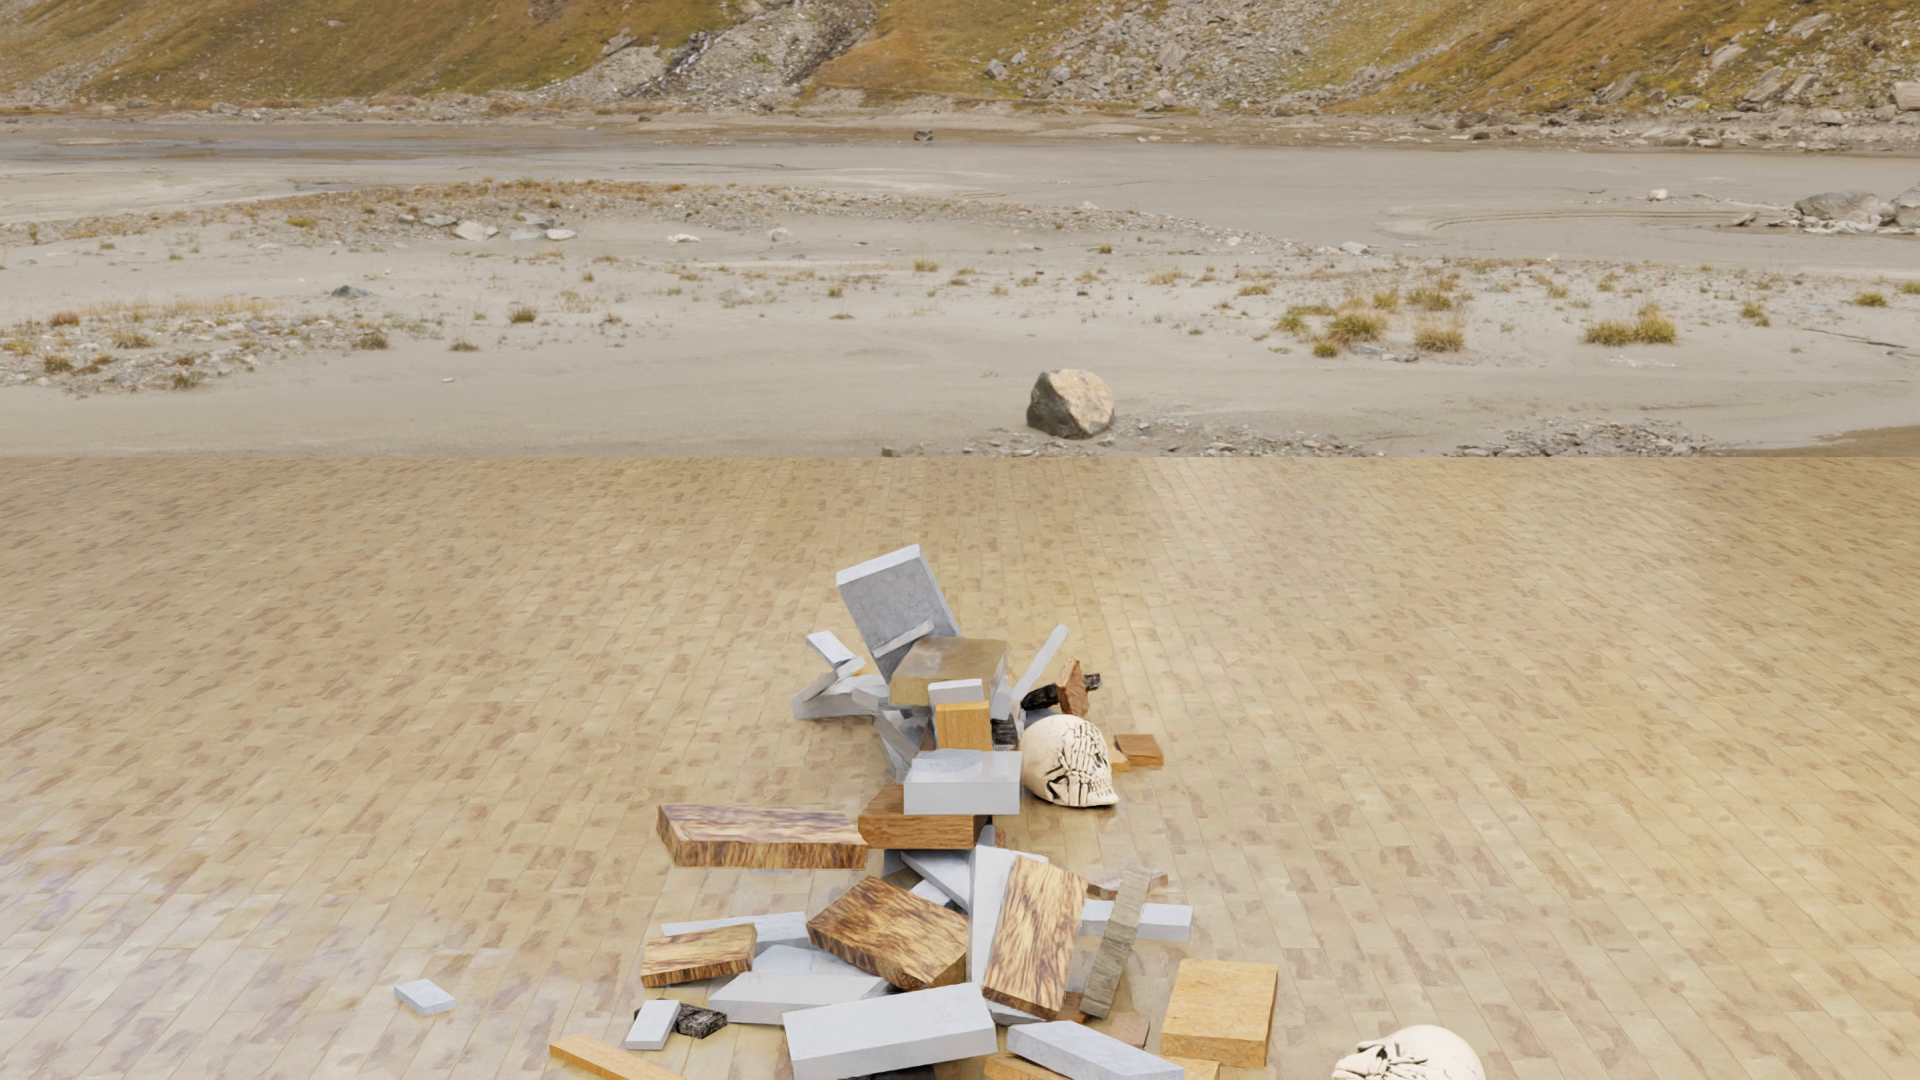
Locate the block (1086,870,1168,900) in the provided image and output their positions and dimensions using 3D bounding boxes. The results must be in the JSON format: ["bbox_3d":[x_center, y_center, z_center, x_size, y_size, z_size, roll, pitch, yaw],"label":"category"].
[{"bbox_3d":[0.281,0.576,3.693,0.131,0.018,0.065,-10,14,-42],"label":"block"}]

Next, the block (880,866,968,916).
[{"bbox_3d":[-0.042,0.552,3.382,0.083,0.023,0.166,-17,28,-31],"label":"block"}]

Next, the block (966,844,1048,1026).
[{"bbox_3d":[0.069,0.570,3.172,0.112,0.032,0.263,11,51,-11],"label":"block"}]

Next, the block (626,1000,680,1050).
[{"bbox_3d":[-0.430,0.680,3.084,0.050,0.014,0.101,-3,21,10],"label":"block"}]

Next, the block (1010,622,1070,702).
[{"bbox_3d":[0.166,0.272,4.711,0.028,0.196,0.098,35,-14,4],"label":"block"}]

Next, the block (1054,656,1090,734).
[{"bbox_3d":[0.235,0.325,4.600,0.023,0.159,0.080,9,50,23],"label":"block"}]

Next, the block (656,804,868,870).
[{"bbox_3d":[-0.295,0.440,3.263,0.283,0.040,0.142,4,13,-21],"label":"block"}]

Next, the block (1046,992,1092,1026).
[{"bbox_3d":[0.161,0.677,3.161,0.052,0.015,0.103,3,11,17],"label":"block"}]

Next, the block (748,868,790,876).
[{"bbox_3d":[-0.329,0.551,3.826,0.071,0.020,0.142,0,11,-3],"label":"block"}]

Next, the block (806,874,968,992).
[{"bbox_3d":[-0.087,0.588,3.259,0.135,0.038,0.276,-34,32,-33],"label":"block"}]

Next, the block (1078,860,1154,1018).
[{"bbox_3d":[0.233,0.586,3.255,0.040,0.142,0.299,18,11,7],"label":"block"}]

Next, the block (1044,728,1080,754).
[{"bbox_3d":[0.213,0.416,4.559,0.059,0.017,0.119,-1,11,-8],"label":"block"}]

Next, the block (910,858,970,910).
[{"bbox_3d":[-0.018,0.530,3.377,0.065,0.018,0.131,15,26,29],"label":"block"}]

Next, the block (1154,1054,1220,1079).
[{"bbox_3d":[0.257,0.715,2.933,0.166,0.024,0.083,3,11,15],"label":"block"}]

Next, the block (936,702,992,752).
[{"bbox_3d":[0.011,0.367,3.785,0.091,0.182,0.026,-3,23,4],"label":"block"}]

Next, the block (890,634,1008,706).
[{"bbox_3d":[-0.014,0.242,4.093,0.174,0.049,0.504,4,6,5],"label":"block"}]

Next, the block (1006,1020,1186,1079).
[{"bbox_3d":[0.177,0.682,2.893,0.112,0.032,0.223,5,3,-40],"label":"block"}]

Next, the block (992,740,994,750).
[{"bbox_3d":[0.012,0.413,3.979,0.091,0.026,0.250,2,13,3],"label":"block"}]

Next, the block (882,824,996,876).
[{"bbox_3d":[-0.034,0.562,3.450,0.177,0.050,0.355,-1,24,1],"label":"block"}]

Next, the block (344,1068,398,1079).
[{"bbox_3d":[-0.821,0.739,2.761,0.271,0.038,0.135,-9,14,-39],"label":"block"}]

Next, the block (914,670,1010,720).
[{"bbox_3d":[0.001,0.282,4.195,0.174,0.049,0.348,3,6,-1],"label":"block"}]

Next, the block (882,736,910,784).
[{"bbox_3d":[-0.096,0.438,4.412,0.095,0.027,0.246,-1,11,-9],"label":"block"}]

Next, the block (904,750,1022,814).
[{"bbox_3d":[0.010,0.392,3.575,0.177,0.050,0.390,-1,1,2],"label":"block"}]

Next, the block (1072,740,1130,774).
[{"bbox_3d":[0.283,0.437,4.427,0.071,0.020,0.159,-5,11,-13],"label":"block"}]

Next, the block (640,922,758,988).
[{"bbox_3d":[-0.389,0.619,3.283,0.166,0.023,0.083,-11,29,8],"label":"block"}]

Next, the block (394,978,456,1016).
[{"bbox_3d":[-0.782,0.668,3.212,0.050,0.014,0.101,-8,13,-37],"label":"block"}]

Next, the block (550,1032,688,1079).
[{"bbox_3d":[-0.464,0.712,2.973,0.228,0.015,0.053,9,14,41],"label":"block"}]

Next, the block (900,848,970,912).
[{"bbox_3d":[0.011,0.527,3.328,0.060,0.017,0.293,-14,24,-29],"label":"block"}]

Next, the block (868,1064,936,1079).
[{"bbox_3d":[-0.078,0.713,2.941,0.083,0.024,0.285,-1,11,-7],"label":"block"}]

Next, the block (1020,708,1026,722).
[{"bbox_3d":[0.039,0.374,4.678,0.095,0.027,0.189,-9,5,-42],"label":"block"}]

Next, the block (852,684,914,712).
[{"bbox_3d":[-0.101,0.305,4.303,0.196,0.028,0.098,-2,9,-33],"label":"block"}]

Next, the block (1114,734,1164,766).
[{"bbox_3d":[0.363,0.428,4.481,0.080,0.023,0.159,0,11,-3],"label":"block"}]
